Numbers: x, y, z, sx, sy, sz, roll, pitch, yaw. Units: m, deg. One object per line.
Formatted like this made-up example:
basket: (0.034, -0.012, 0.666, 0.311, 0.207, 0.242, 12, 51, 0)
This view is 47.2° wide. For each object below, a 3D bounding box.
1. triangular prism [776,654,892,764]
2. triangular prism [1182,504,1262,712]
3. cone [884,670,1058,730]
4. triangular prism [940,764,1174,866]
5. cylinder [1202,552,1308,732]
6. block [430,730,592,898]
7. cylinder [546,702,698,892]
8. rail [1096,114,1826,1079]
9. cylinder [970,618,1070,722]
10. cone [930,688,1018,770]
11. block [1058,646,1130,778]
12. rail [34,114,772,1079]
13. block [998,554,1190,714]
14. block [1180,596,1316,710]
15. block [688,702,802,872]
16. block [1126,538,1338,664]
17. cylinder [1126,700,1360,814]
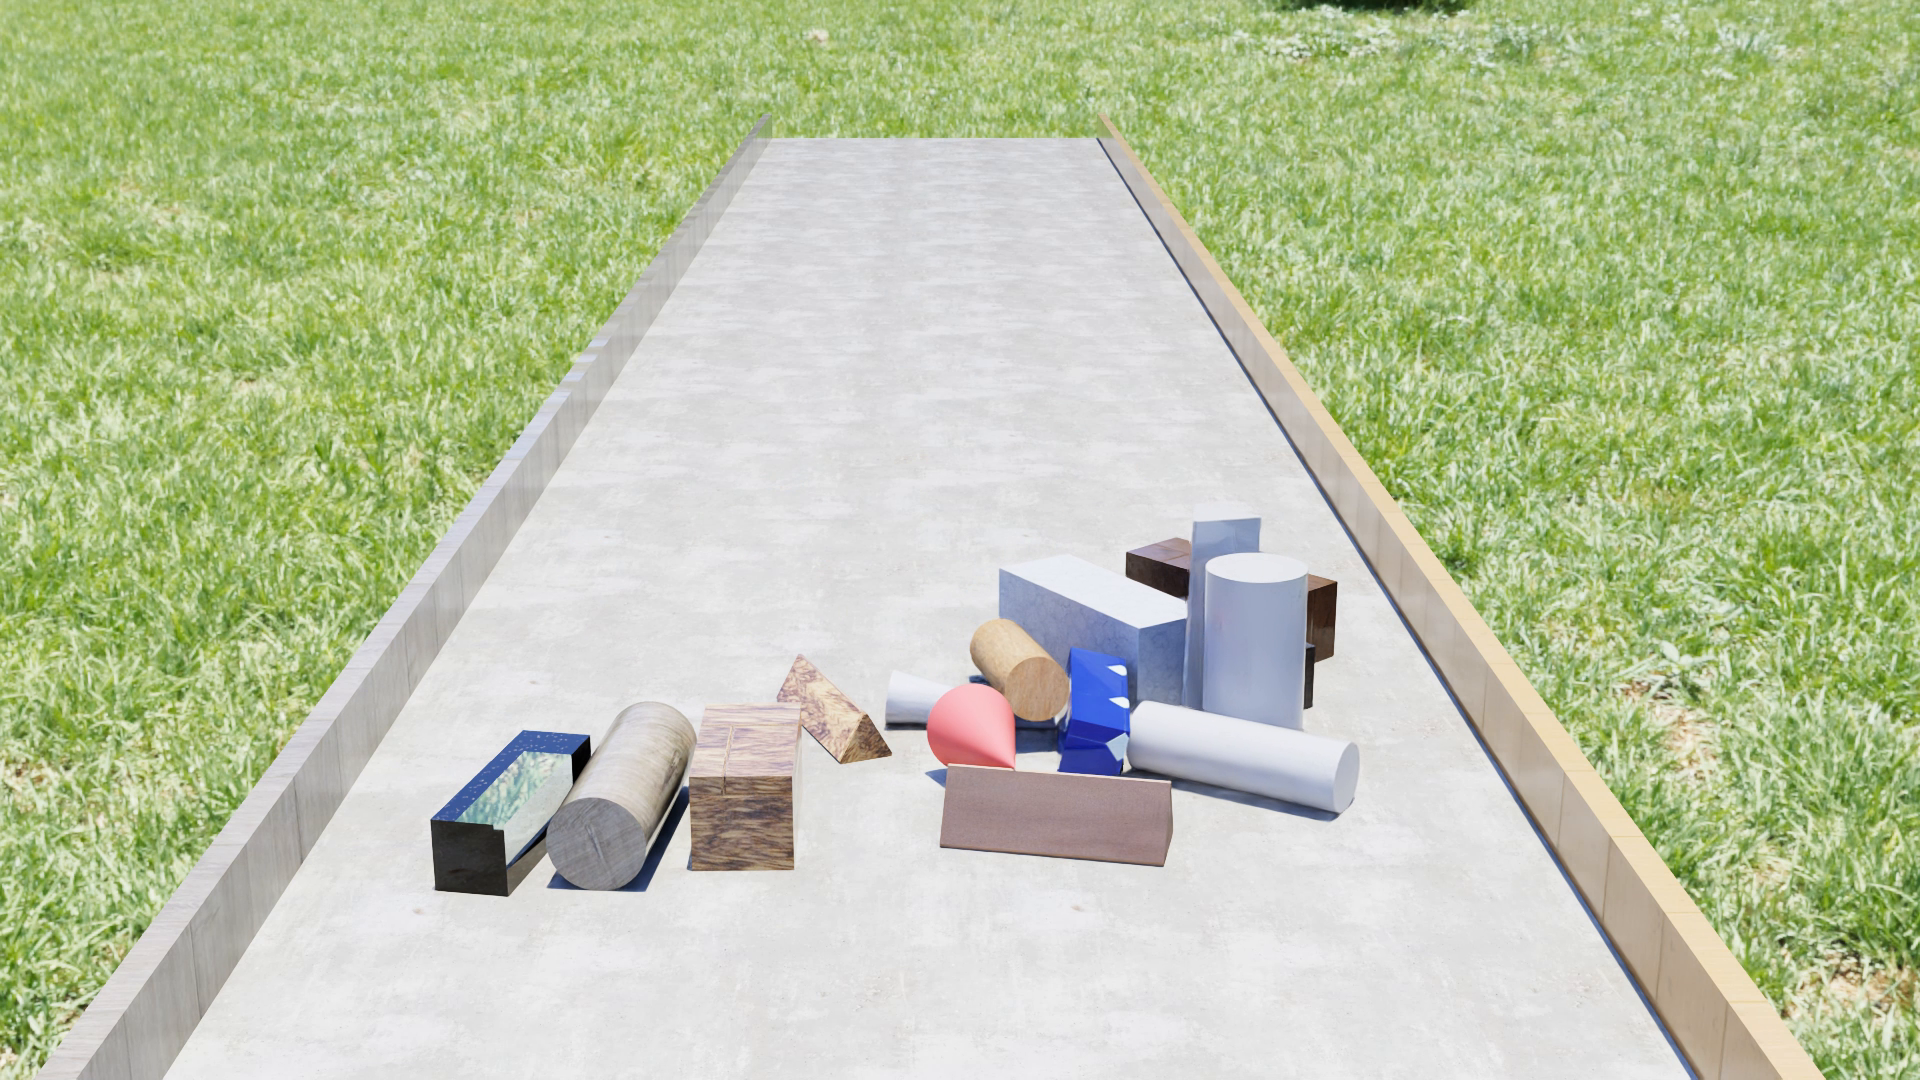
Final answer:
triangular prism: (-0.236, 0.303, 4.050, 0.099, 0.086, 0.349, -7, 18, -22)
triangular prism: (0.457, 0.136, 4.071, 0.136, 0.393, 0.118, -4, 16, -21)
cone: (0.072, 0.321, 4.060, 0.410, 0.100, 0.100, 9, 17, 5)
triangular prism: (0.159, 0.431, 3.565, 0.363, 0.115, 0.133, 3, 17, 11)
cylinder: (0.522, 0.213, 3.903, 0.179, 0.344, 0.179, -1, 16, 0)
block: (-0.717, 0.435, 3.553, 0.120, 0.120, 0.380, 3, 17, 10)
cylinder: (-0.543, 0.409, 3.577, 0.157, 0.157, 0.414, 1, 17, 4)
rail: (0.932, -0.844, 7.801, 0.050, 0.150, 12.000, 0, 17, -1)
cylinder: (0.107, 0.239, 4.111, 0.118, 0.118, 0.407, -2, 8, -8)
cone: (0.055, 0.349, 3.698, 0.159, 0.159, 0.301, -3, 5, -11)
block: (0.238, 0.313, 3.957, 0.104, 0.104, 0.371, 13, 17, -1)
rail: (-1.118, -0.838, 7.780, 0.050, 0.150, 12.000, 0, 17, -1)
block: (0.277, 0.179, 4.321, 0.173, 0.173, 0.456, -11, 20, -32)
block: (0.512, 0.224, 4.257, 0.123, 0.123, 0.371, -11, 20, -33)
block: (-0.346, 0.399, 3.602, 0.161, 0.161, 0.322, 0, 17, -1)
block: (0.550, 0.129, 4.514, 0.158, 0.158, 0.429, -15, 22, -41)
cylinder: (0.483, 0.370, 3.772, 0.382, 0.121, 0.121, 10, 19, 29)
